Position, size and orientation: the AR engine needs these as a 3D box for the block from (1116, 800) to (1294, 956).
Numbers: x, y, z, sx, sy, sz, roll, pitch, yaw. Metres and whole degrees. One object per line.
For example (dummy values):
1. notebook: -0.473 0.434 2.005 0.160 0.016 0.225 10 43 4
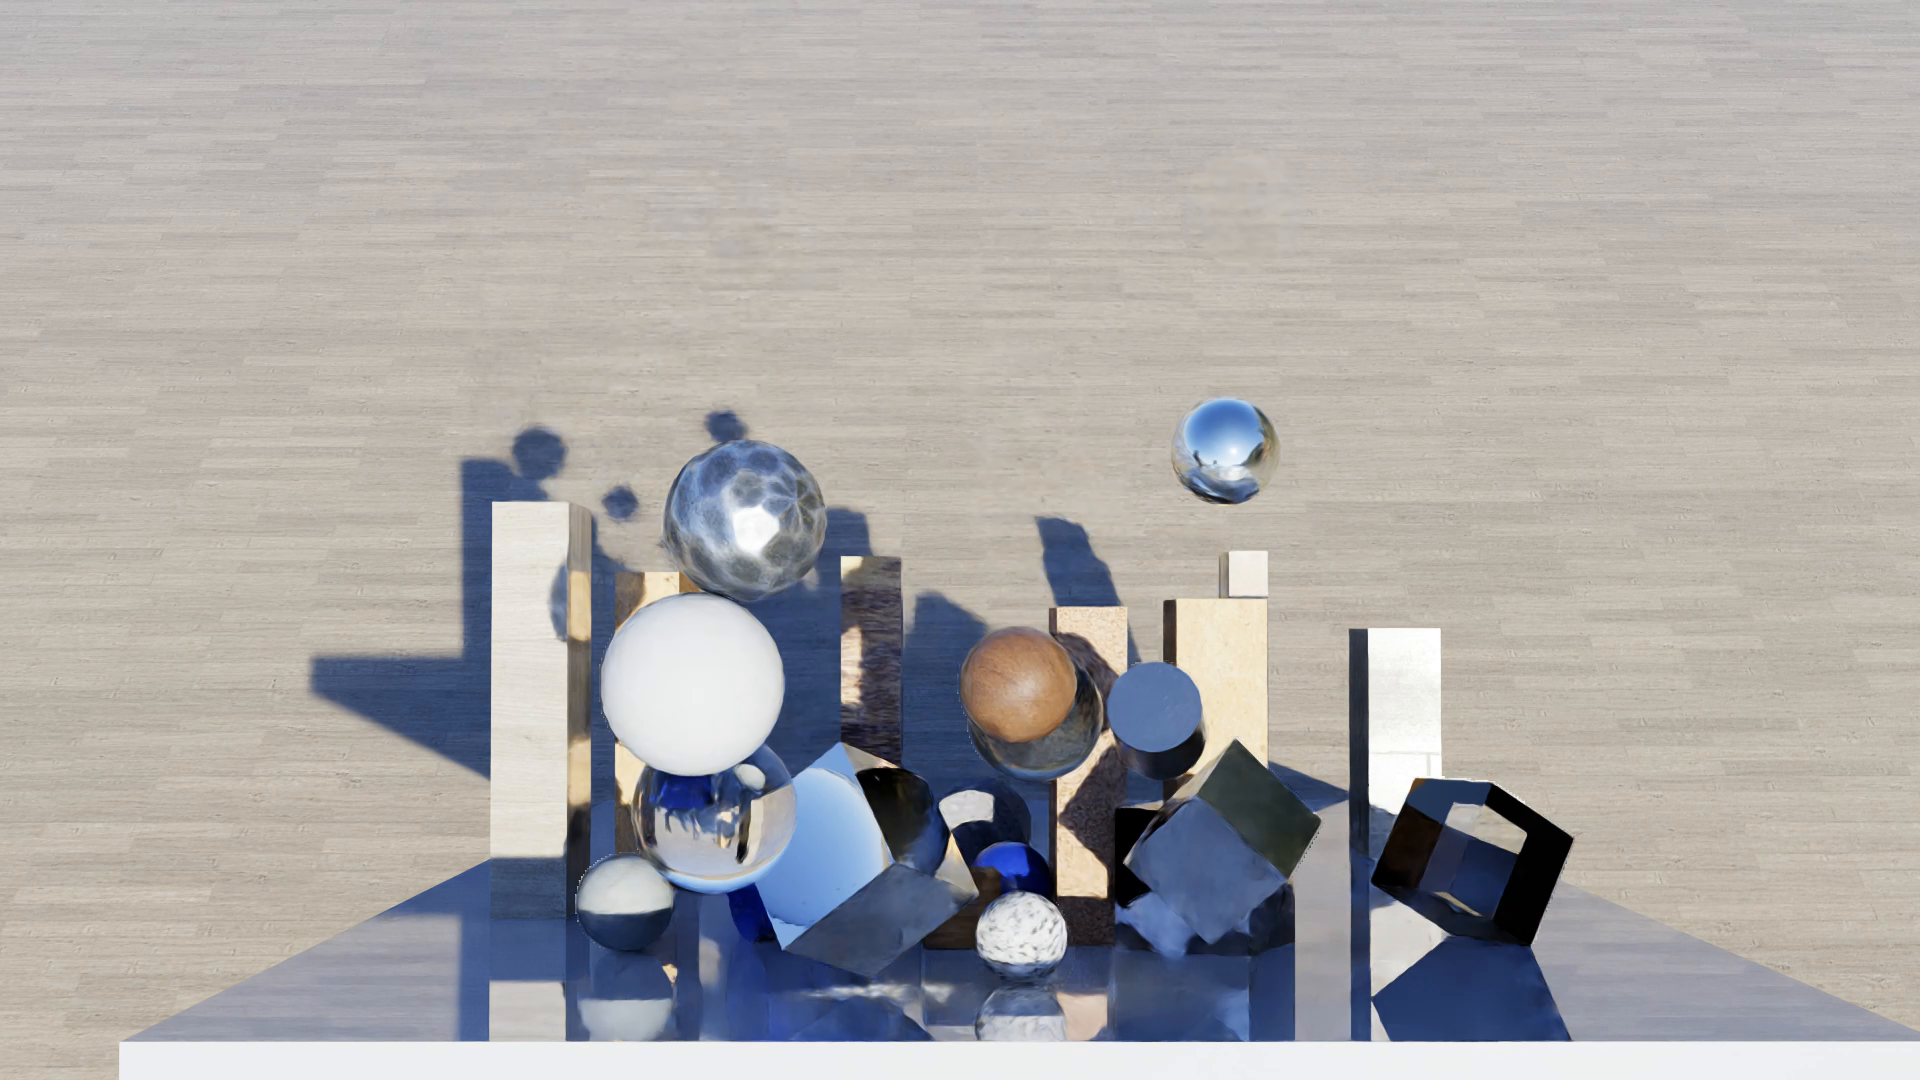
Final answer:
1. block: 0.352 0.480 3.717 0.199 0.199 0.199 -1 -2 25

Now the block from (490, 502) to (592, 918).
1. block: -0.673 0.270 4.189 0.119 0.650 0.259 0 -2 0

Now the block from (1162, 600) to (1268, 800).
1. block: 0.406 0.345 4.156 0.141 0.498 0.261 0 -2 0

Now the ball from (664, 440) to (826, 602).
1. ball: -0.242 -0.022 2.921 0.183 0.183 0.183 0 35 0

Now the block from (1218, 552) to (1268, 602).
1. block: 0.676 0.347 6.209 0.089 0.631 0.266 0 -2 0

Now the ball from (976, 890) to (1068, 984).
1. ball: 0.078 0.507 3.318 0.118 0.118 0.118 0 35 0

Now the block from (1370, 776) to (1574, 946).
1. block: 0.739 0.463 3.755 0.172 0.172 0.172 -3 57 61

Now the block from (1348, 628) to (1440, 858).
1. block: 0.878 0.405 5.253 0.141 0.451 0.259 0 -2 0

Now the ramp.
1. ramp: 0.078 0.667 4.847 2.000 0.100 4.000 0 -2 0

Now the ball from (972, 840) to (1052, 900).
1. ball: 0.075 0.522 3.943 0.130 0.130 0.130 0 35 0

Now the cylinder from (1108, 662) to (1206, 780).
1. cylinder: 0.250 0.230 3.291 0.118 0.118 0.118 -3 68 7

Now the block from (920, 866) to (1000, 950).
1. block: 0.000 0.526 3.723 0.107 0.107 0.107 0 -2 -5

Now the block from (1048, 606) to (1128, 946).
1. block: 0.190 0.344 3.908 0.100 0.483 0.377 0 -2 0

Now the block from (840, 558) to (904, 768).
1. block: -0.187 0.341 5.586 0.124 0.601 0.317 0 -2 0

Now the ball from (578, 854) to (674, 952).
1. ball: -0.470 0.510 3.650 0.135 0.135 0.135 0 35 0

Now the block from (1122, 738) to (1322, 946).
1. block: 0.342 0.393 3.384 0.158 0.158 0.158 44 33 2

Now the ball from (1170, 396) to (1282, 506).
1. ball: 0.324 -0.109 3.168 0.135 0.135 0.135 0 35 0

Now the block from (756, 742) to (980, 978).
1. block: -0.132 0.408 3.298 0.189 0.189 0.189 -39 54 17

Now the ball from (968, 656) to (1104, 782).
1. ball: 0.101 0.232 3.463 0.181 0.181 0.181 0 35 0

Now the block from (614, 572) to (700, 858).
1. block: -0.558 0.340 4.823 0.111 0.553 0.391 0 -2 0

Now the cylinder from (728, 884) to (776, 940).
1. cylinder: -0.227 0.493 3.815 0.180 0.180 0.180 1 32 -25

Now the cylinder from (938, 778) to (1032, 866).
1. cylinder: 0.029 0.479 4.234 0.163 0.163 0.163 5 2 7

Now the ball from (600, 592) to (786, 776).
1. ball: -0.291 0.157 2.834 0.201 0.201 0.201 0 35 0

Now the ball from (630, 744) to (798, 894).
1. ball: -0.302 0.332 3.196 0.205 0.205 0.205 0 35 0

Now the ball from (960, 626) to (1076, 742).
1. ball: 0.059 0.148 2.662 0.120 0.120 0.120 0 35 0
